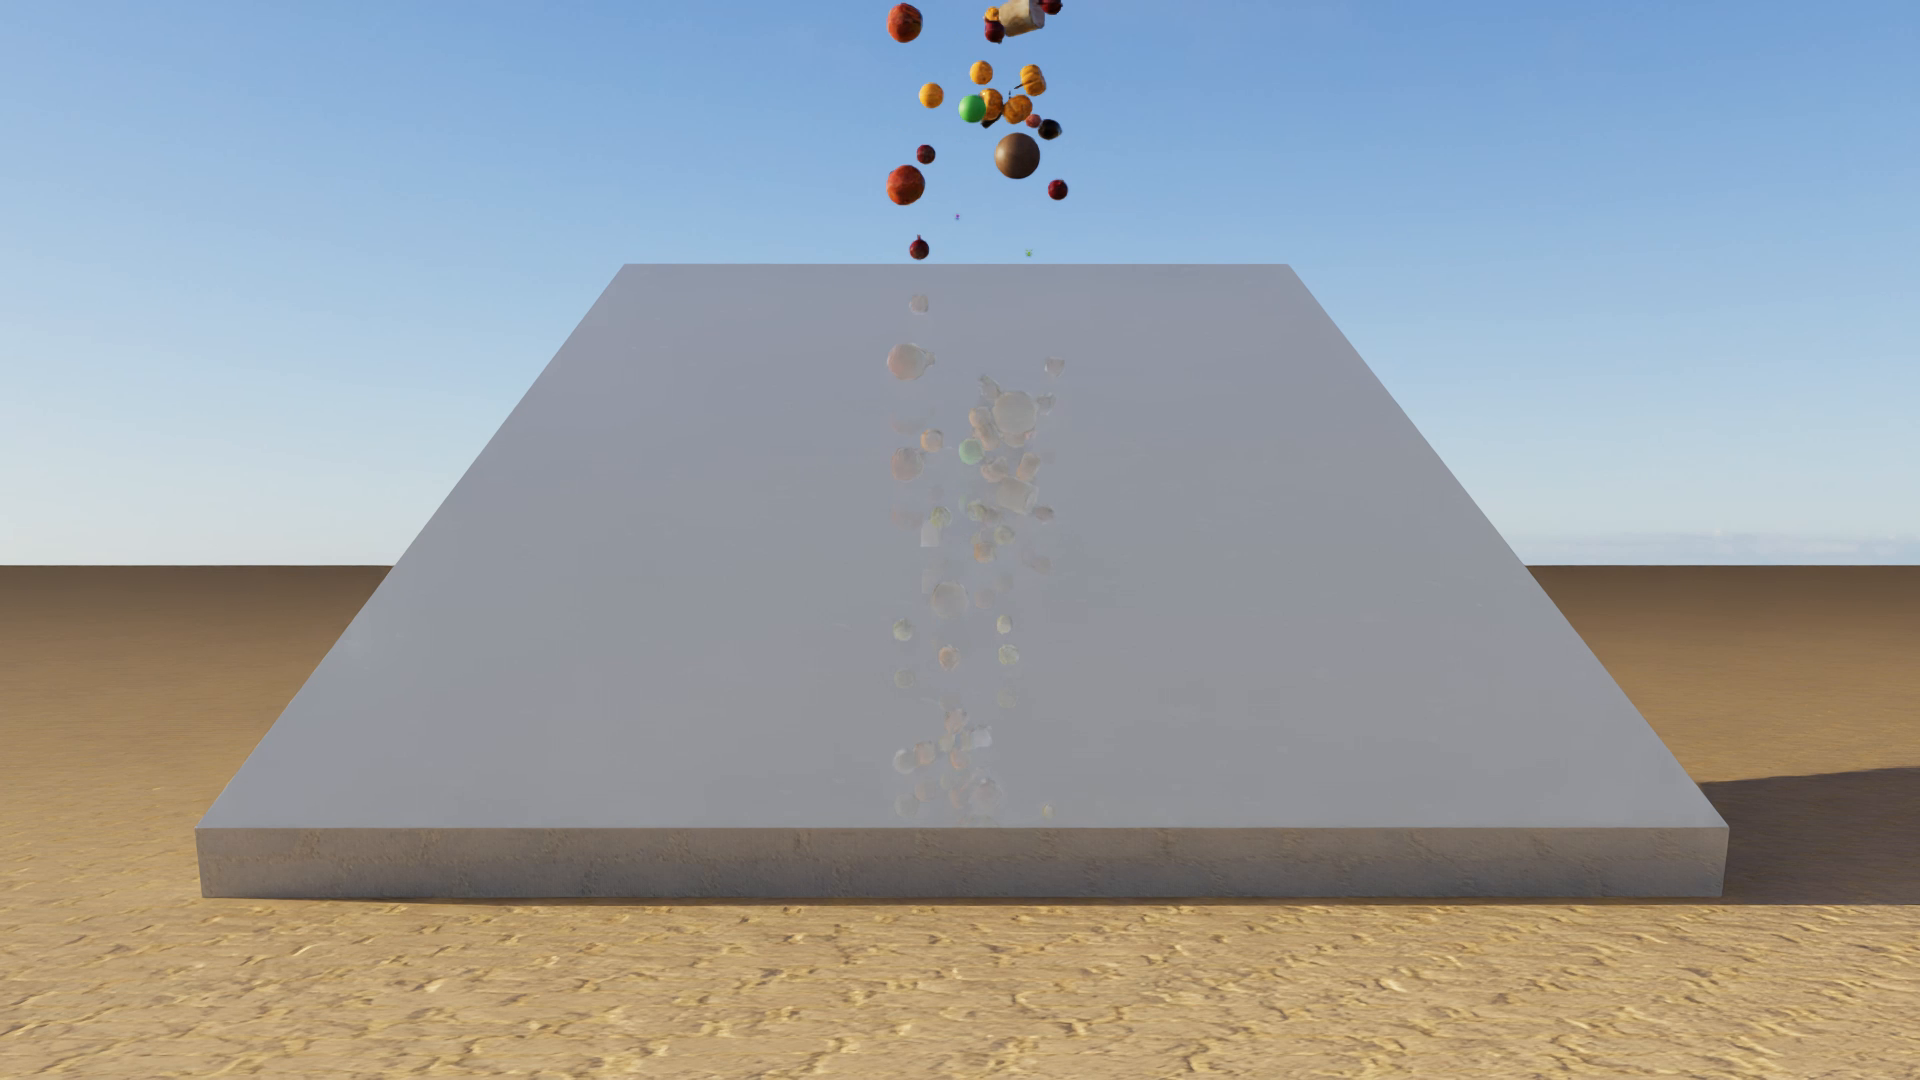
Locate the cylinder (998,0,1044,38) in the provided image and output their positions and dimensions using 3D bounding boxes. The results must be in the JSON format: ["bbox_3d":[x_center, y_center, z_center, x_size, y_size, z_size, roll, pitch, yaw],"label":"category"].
[{"bbox_3d":[0.181,-1.528,6.504,0.099,0.099,0.099,-10,-5,29],"label":"cylinder"}]

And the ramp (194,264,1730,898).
[{"bbox_3d":[-0.003,-0.181,4.827,2.000,0.100,4.000,0,18,0],"label":"ramp"}]

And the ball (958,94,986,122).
[{"bbox_3d":[0.035,-1.212,6.268,0.078,0.078,0.078,0,0,0],"label":"ball"}]
